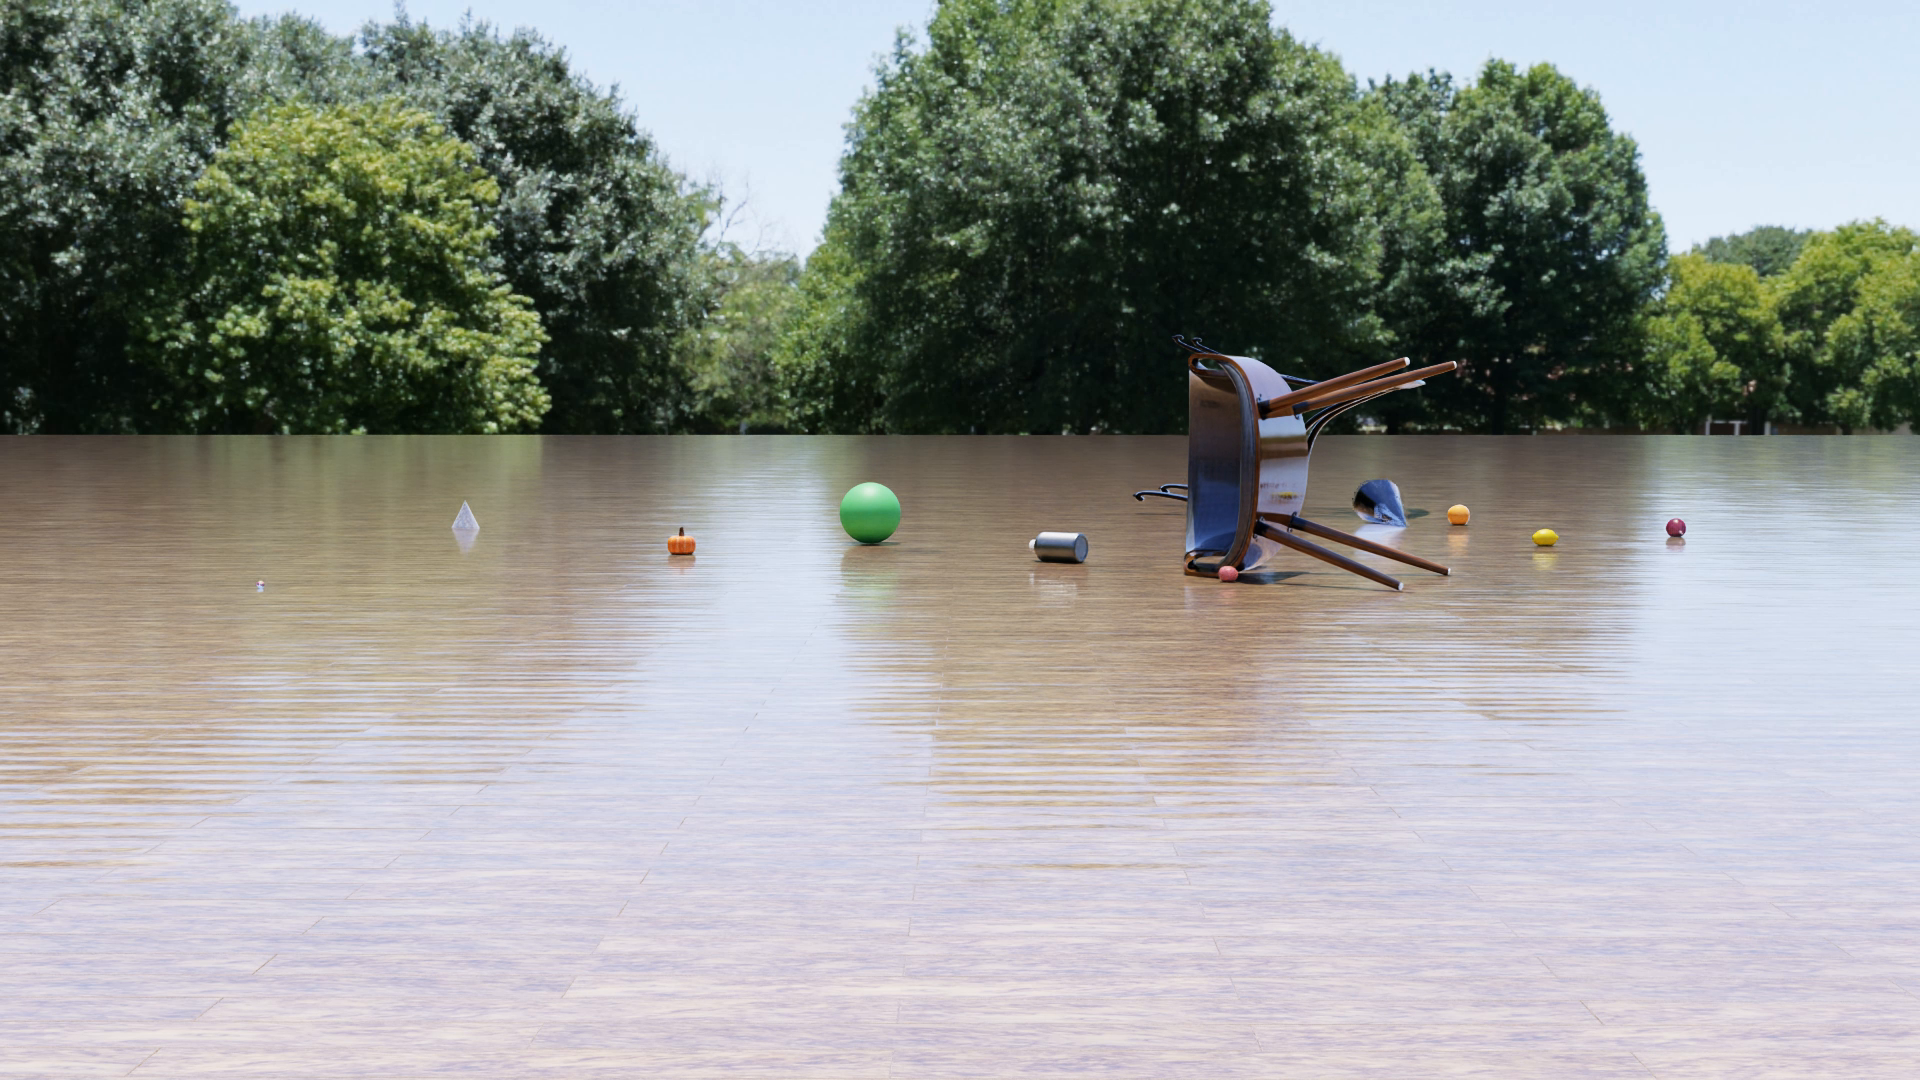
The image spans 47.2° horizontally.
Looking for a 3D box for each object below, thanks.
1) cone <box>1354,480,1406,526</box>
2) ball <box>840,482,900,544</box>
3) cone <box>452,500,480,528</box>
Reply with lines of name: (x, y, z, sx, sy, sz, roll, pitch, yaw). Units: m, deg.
cone: (1.432, -0.088, 7.298, 0.162, 0.148, 0.299, -23, 20, -1)
ball: (-0.260, -0.078, 6.384, 0.178, 0.178, 0.178, 0, 4, 0)
cone: (-1.599, -0.084, 7.110, 0.099, 0.090, 0.035, 1, 4, 15)
